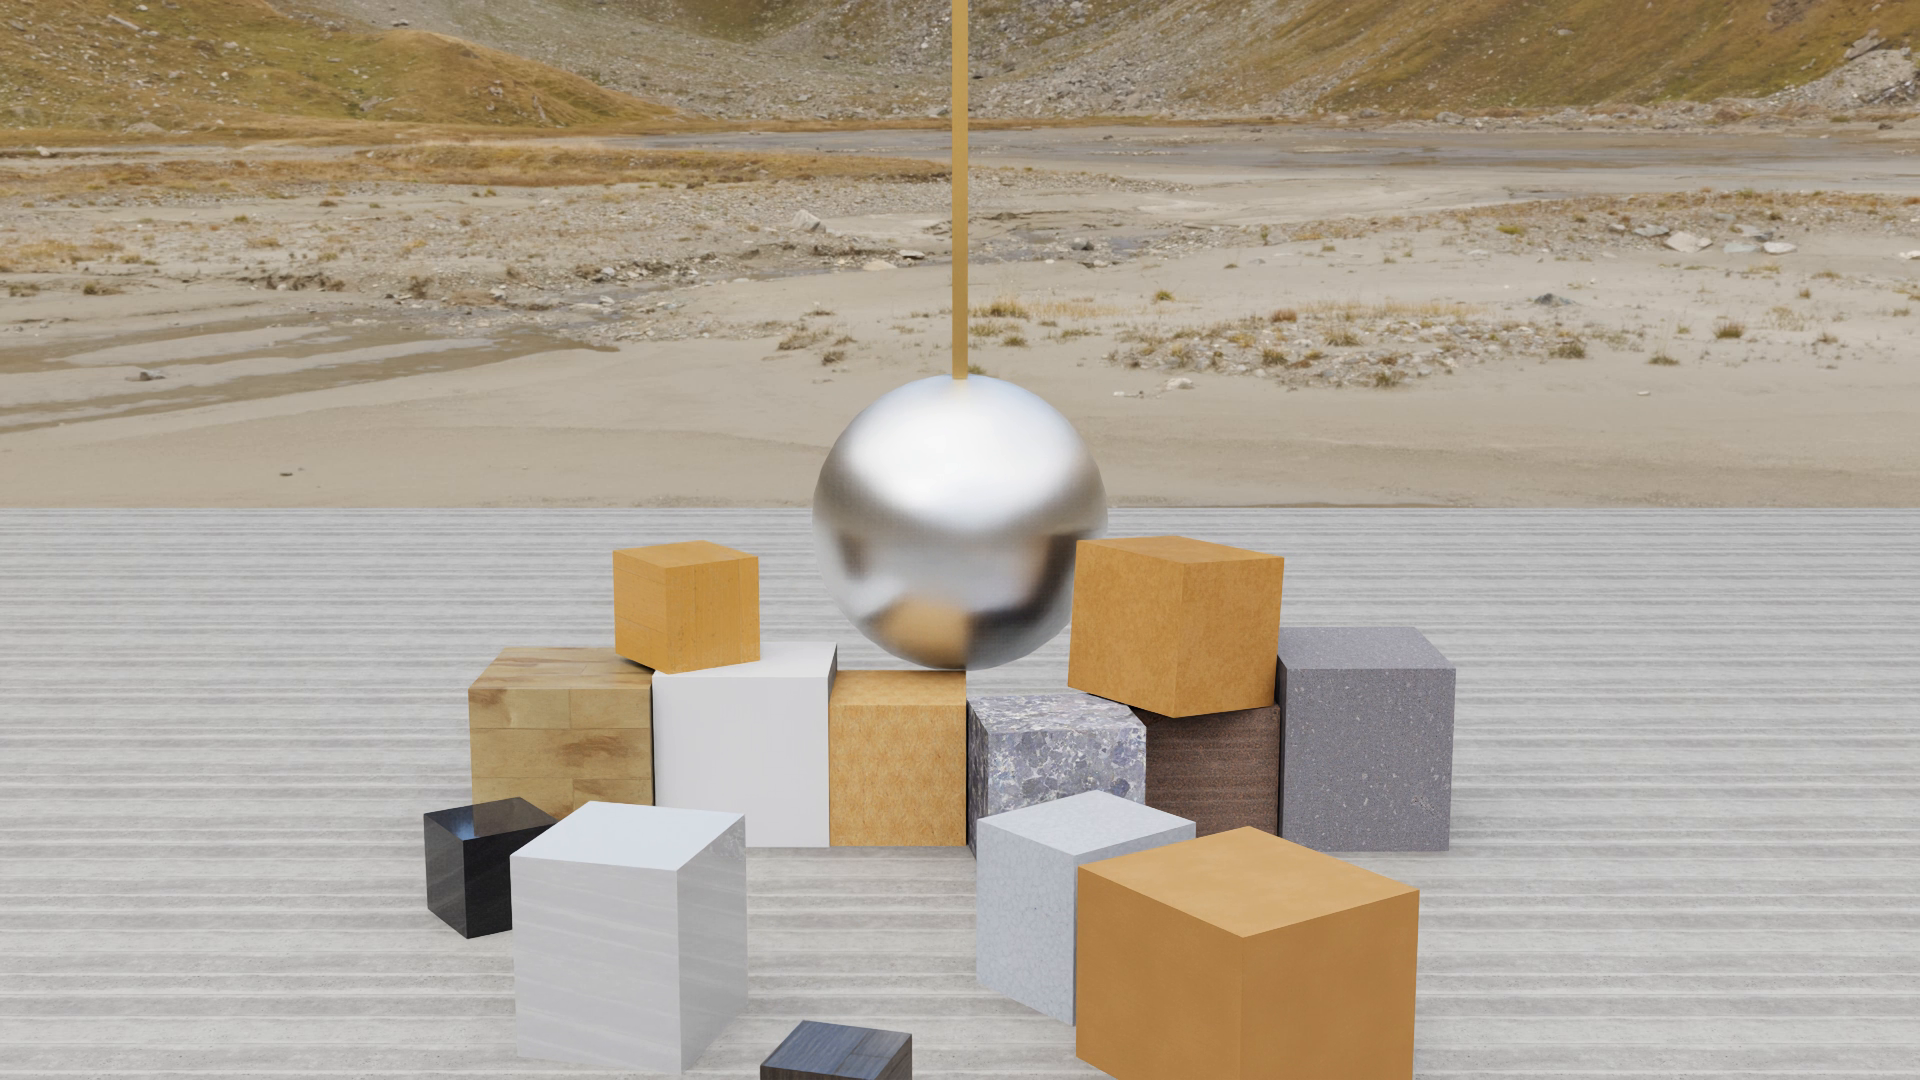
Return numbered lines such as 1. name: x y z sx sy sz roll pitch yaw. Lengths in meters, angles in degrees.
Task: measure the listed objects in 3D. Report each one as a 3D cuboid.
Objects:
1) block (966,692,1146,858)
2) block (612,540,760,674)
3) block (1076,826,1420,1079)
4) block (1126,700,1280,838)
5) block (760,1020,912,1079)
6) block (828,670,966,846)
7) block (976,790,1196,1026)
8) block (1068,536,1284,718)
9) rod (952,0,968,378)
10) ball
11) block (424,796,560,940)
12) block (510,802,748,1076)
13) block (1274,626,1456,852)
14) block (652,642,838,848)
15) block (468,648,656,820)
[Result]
1. block: 0.459 1.210 10.822 0.761 0.748 0.690 -2 10 -8
2. block: -1.406 0.336 11.288 0.528 0.542 0.581 -7 13 -35
3. block: 1.076 1.649 8.337 0.875 0.772 0.934 -7 12 -34
4. block: 1.211 1.130 11.369 0.756 0.709 0.690 0 10 -2
5. block: -0.425 1.962 7.657 0.411 0.401 0.412 3 11 17
6. block: -0.311 1.117 11.381 0.685 0.731 0.737 0 10 0
7. block: 0.524 1.520 9.201 0.679 0.717 0.604 -8 13 -38
8. block: 1.081 0.417 11.072 0.690 0.753 0.782 -3 10 -38
9. rod: 0.000 -3.352 10.860 0.080 5.200 0.080 0 17 0
10. ball: 0.000 -0.094 11.830 1.600 1.600 1.600 0 10 0
11. block: -2.135 1.493 10.073 0.472 0.459 0.480 -7 12 -34
12. block: -1.295 1.557 8.728 0.682 0.813 0.730 3 11 15
13. block: 2.022 1.011 11.378 0.834 0.940 0.949 0 10 -1
14. block: -1.090 1.043 11.373 0.871 0.880 0.782 0 10 0
15. block: -1.979 1.066 11.354 0.890 0.840 0.909 0 10 0
